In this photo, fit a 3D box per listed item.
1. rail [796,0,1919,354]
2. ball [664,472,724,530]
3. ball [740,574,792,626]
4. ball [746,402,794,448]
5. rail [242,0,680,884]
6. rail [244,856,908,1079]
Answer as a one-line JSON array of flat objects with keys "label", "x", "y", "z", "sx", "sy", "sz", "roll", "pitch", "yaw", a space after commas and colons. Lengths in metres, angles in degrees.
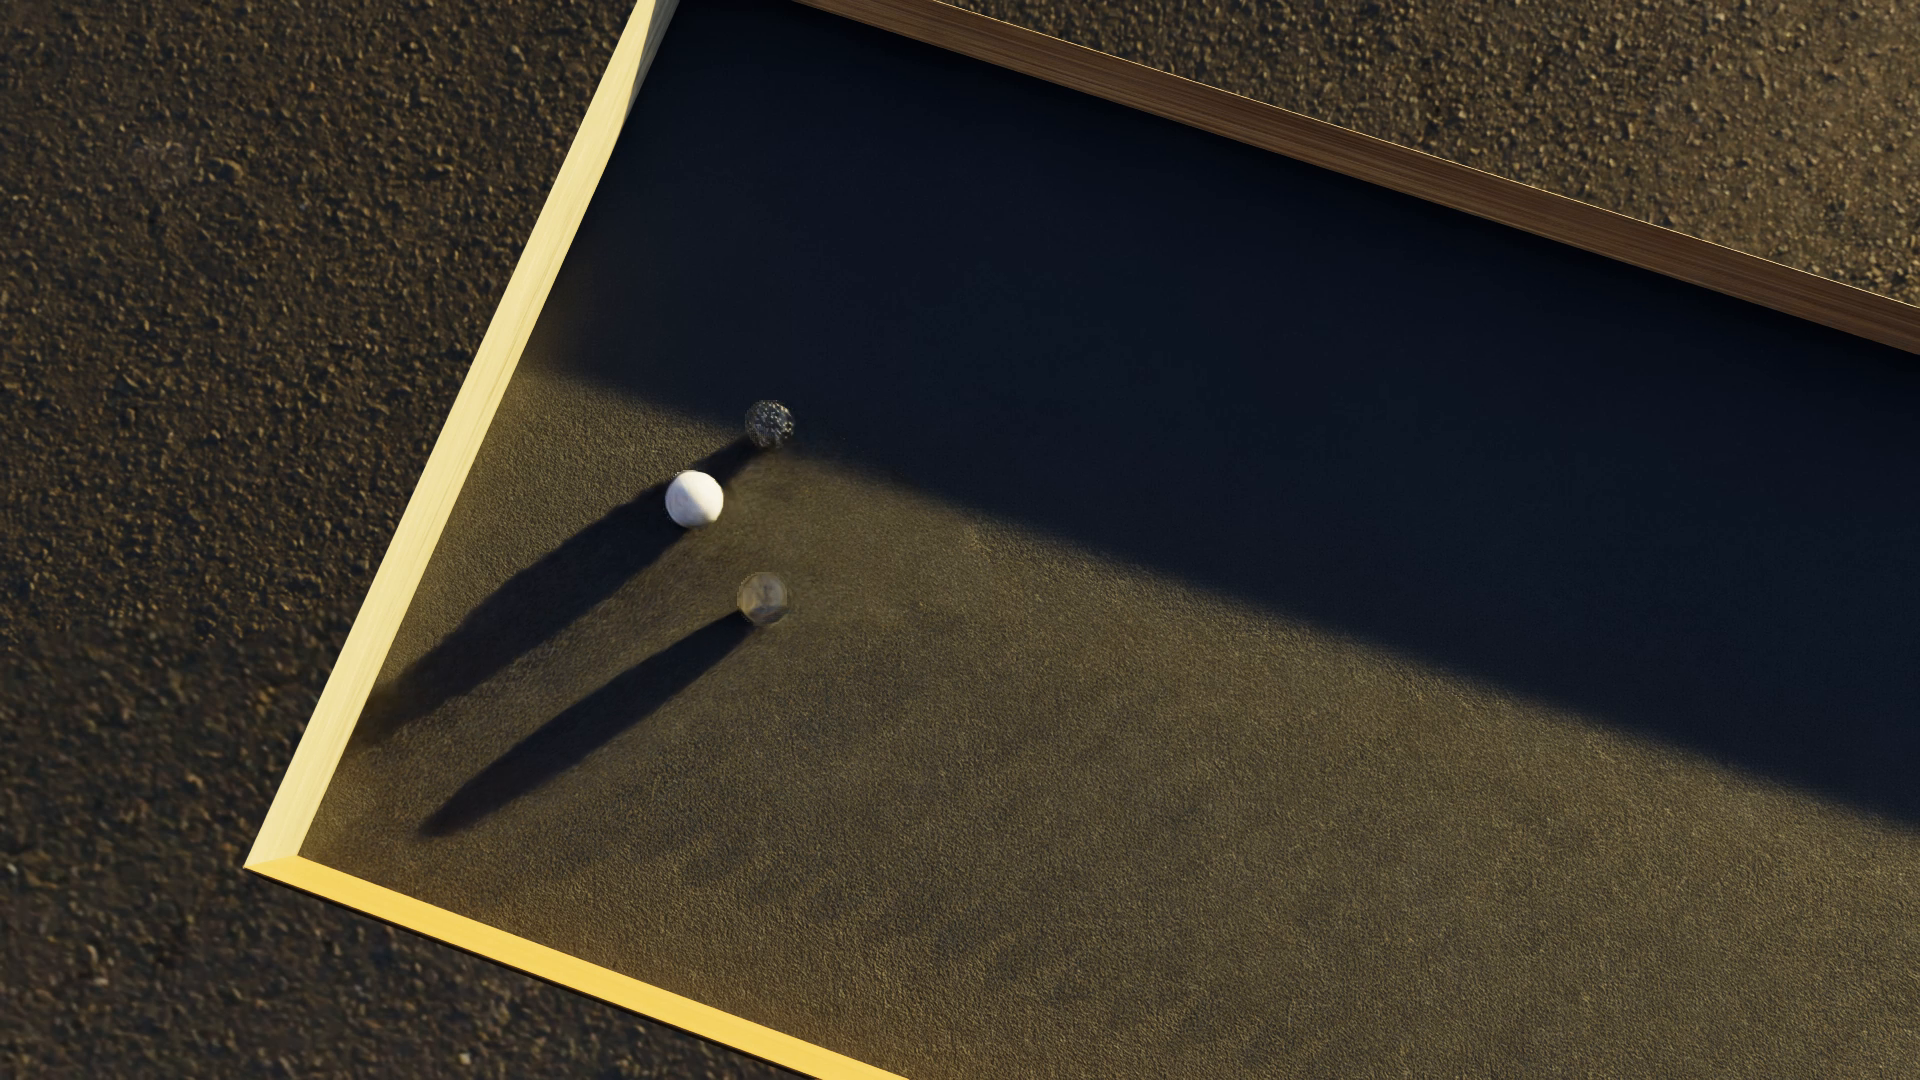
[{"label": "rail", "x": 1.024, "y": -0.480, "z": 3.522, "sx": 3.193, "sy": 0.117, "sz": 0.045, "roll": 19, "pitch": 73, "yaw": 6}, {"label": "ball", "x": -0.411, "y": -0.061, "z": 3.403, "sx": 0.090, "sy": 0.090, "sz": 0.090, "roll": 0, "pitch": 72, "yaw": 0}, {"label": "ball", "x": -0.297, "y": 0.091, "z": 3.360, "sx": 0.080, "sy": 0.080, "sz": 0.080, "roll": 0, "pitch": 72, "yaw": 0}, {"label": "ball", "x": -0.297, "y": -0.180, "z": 3.449, "sx": 0.075, "sy": 0.075, "sz": 0.075, "roll": 0, "pitch": 72, "yaw": 0}, {"label": "rail", "x": -0.730, "y": -0.253, "z": 3.449, "sx": 0.045, "sy": 0.117, "sz": 1.670, "roll": 19, "pitch": 73, "yaw": 6}, {"label": "rail", "x": 0.481, "y": 0.976, "z": 3.057, "sx": 3.193, "sy": 0.117, "sz": 0.045, "roll": 19, "pitch": 73, "yaw": 6}]
